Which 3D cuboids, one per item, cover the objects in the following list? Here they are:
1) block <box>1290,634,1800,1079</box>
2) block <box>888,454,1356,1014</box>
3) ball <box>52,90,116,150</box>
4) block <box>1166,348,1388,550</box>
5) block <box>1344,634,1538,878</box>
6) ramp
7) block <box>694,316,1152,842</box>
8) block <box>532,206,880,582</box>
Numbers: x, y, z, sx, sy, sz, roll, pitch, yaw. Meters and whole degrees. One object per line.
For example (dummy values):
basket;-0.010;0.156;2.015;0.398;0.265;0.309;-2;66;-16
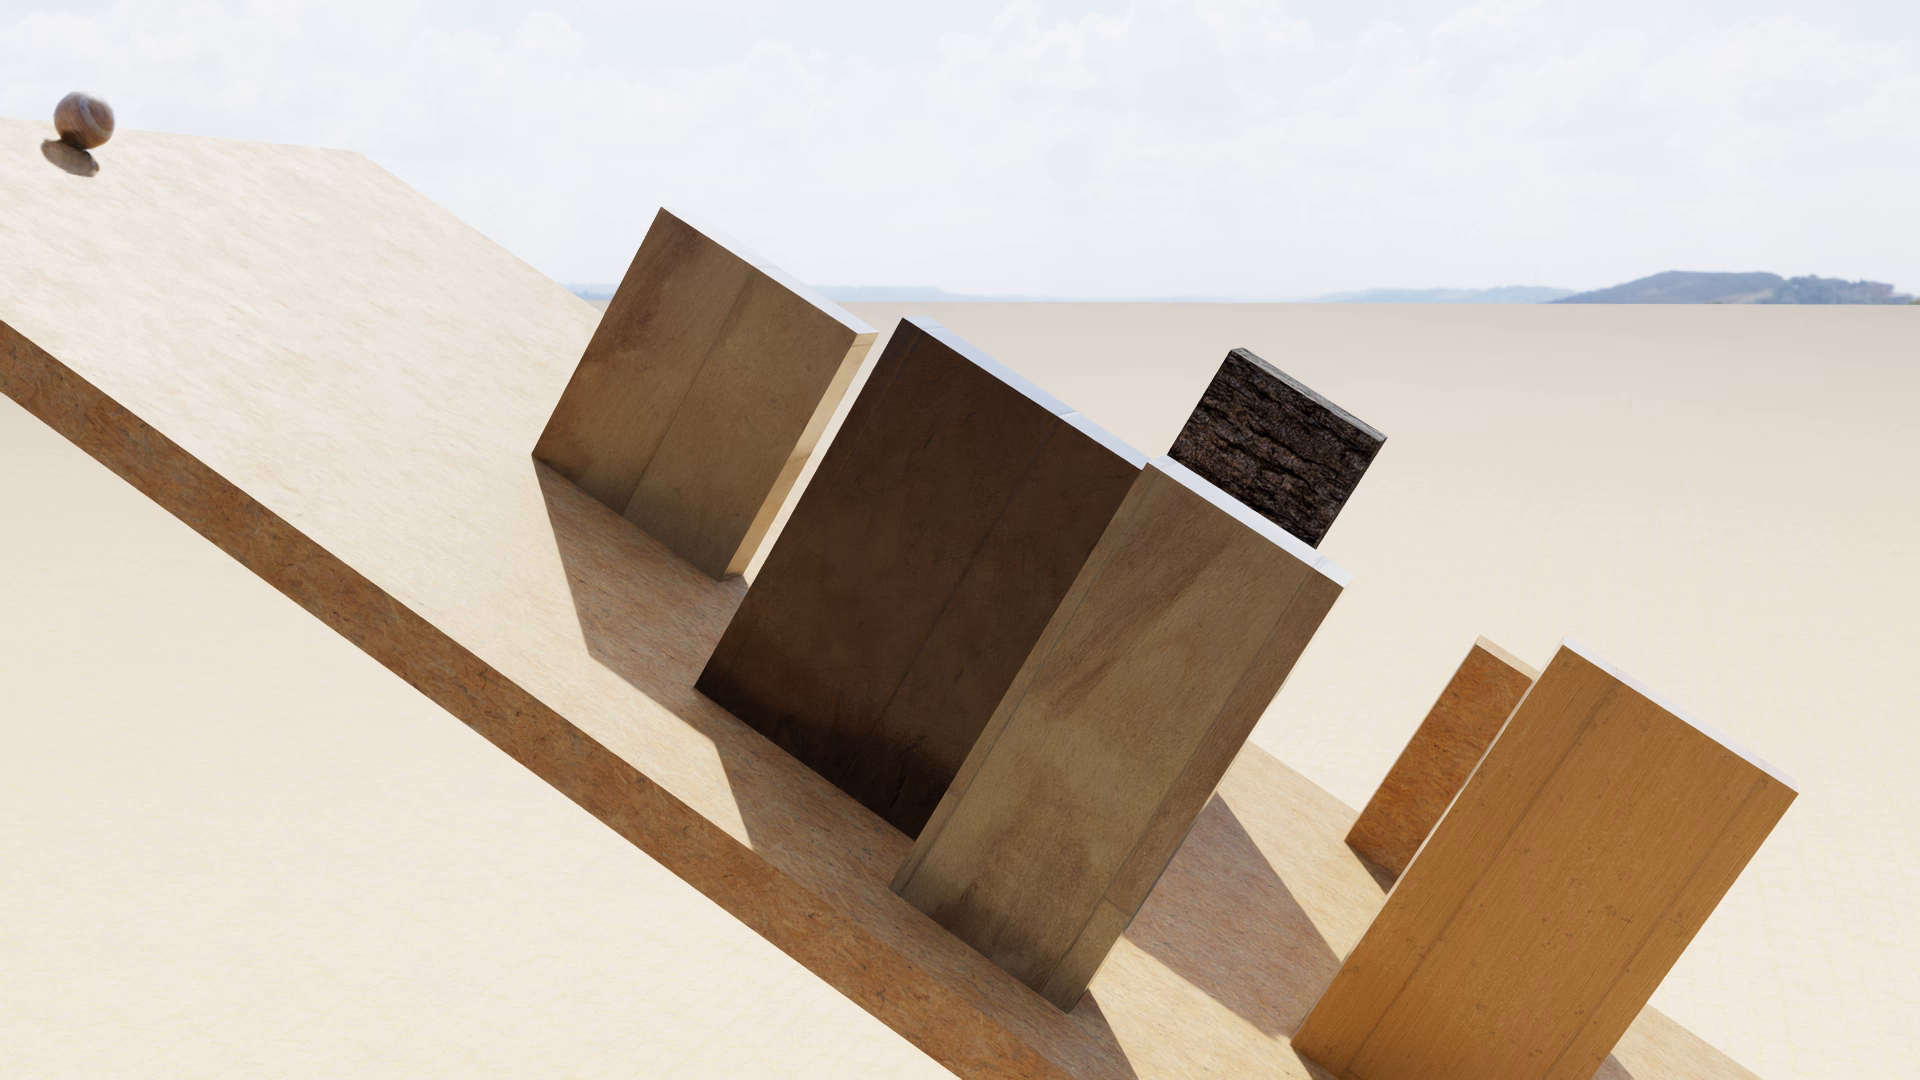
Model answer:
block;0.897;0.586;3.428;0.401;0.780;0.095;33;15;11
block;0.227;0.283;3.185;0.322;0.748;0.127;33;15;11
ball;-1.715;-0.823;4.309;0.114;0.114;0.114;0;7;0
block;0.508;0.033;4.494;0.346;0.781;0.147;33;15;11
block;1.111;0.521;4.599;0.387;0.507;0.131;33;15;11
ramp;-0.168;0.276;4.119;4.000;0.100;2.000;33;15;11
block;-0.058;0.062;3.467;0.445;0.694;0.119;33;15;11
block;-0.476;-0.270;4.068;0.441;0.534;0.116;33;15;11
